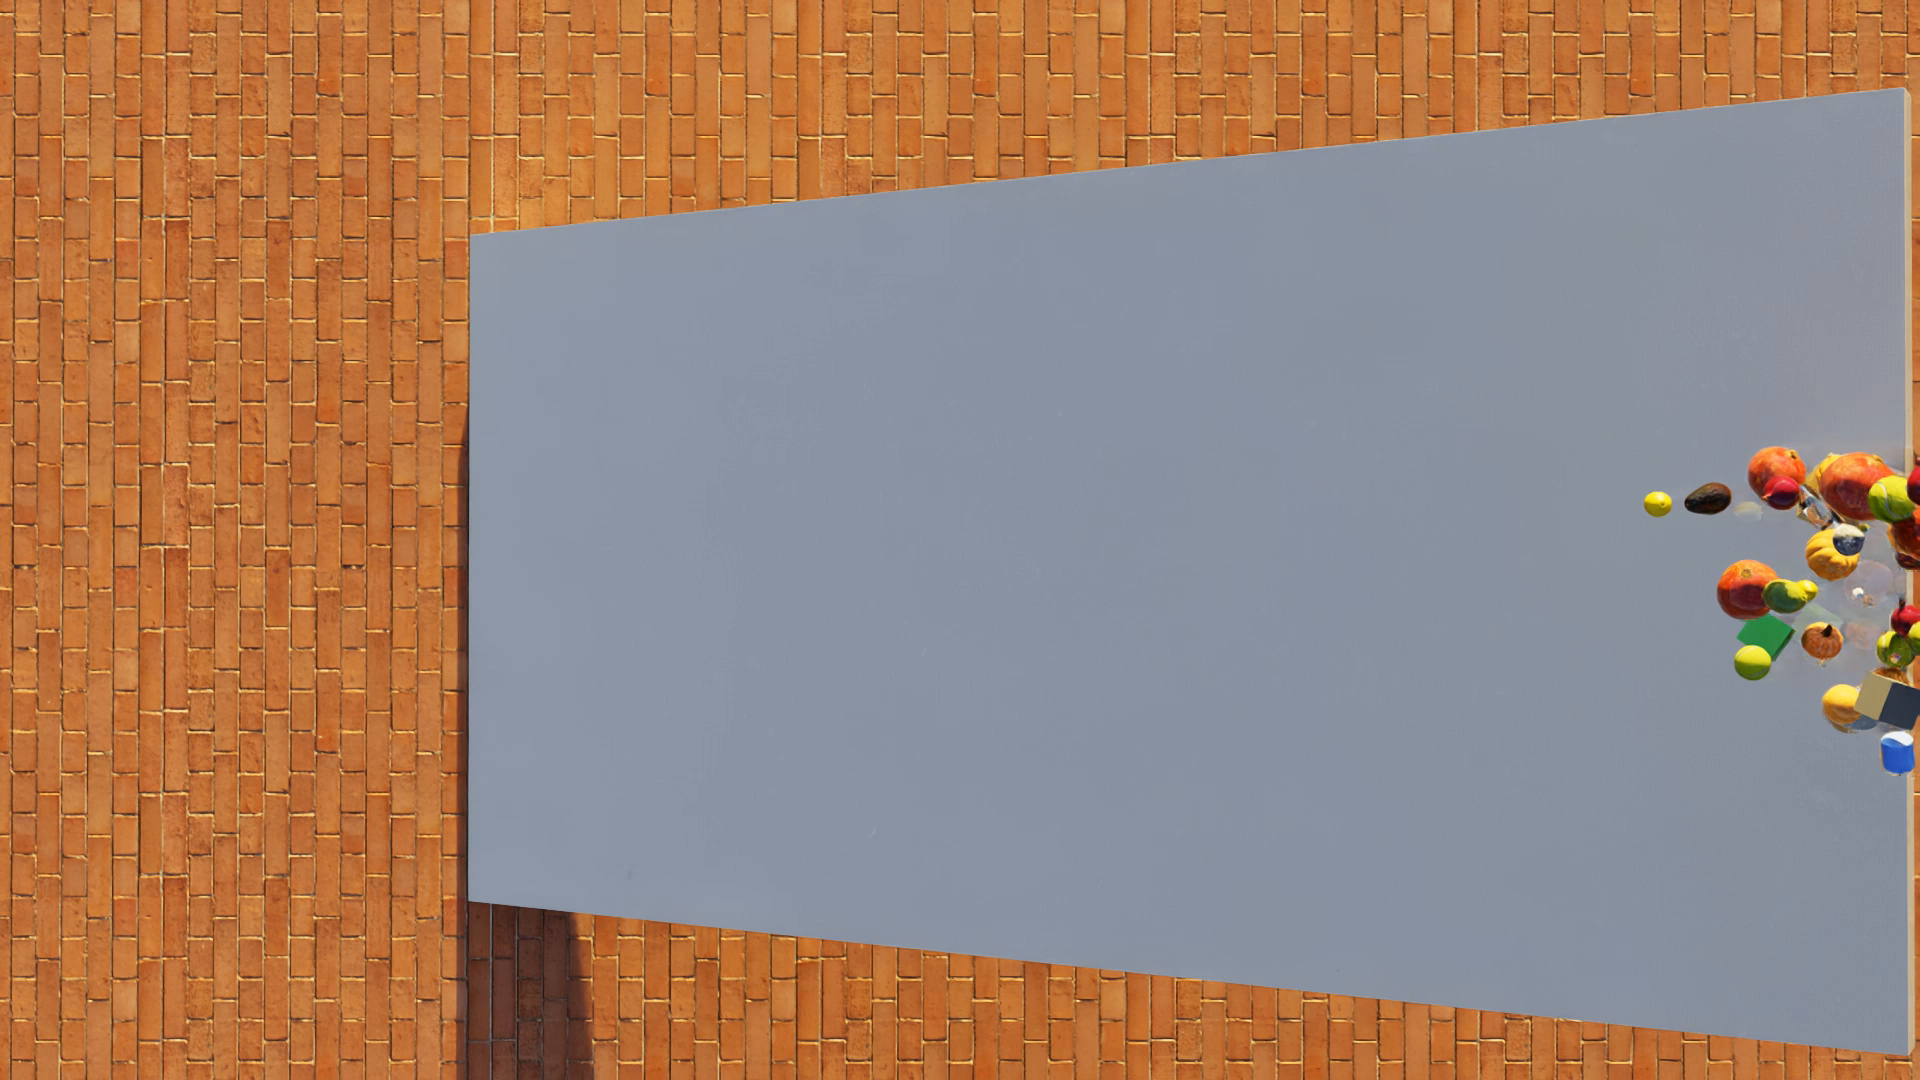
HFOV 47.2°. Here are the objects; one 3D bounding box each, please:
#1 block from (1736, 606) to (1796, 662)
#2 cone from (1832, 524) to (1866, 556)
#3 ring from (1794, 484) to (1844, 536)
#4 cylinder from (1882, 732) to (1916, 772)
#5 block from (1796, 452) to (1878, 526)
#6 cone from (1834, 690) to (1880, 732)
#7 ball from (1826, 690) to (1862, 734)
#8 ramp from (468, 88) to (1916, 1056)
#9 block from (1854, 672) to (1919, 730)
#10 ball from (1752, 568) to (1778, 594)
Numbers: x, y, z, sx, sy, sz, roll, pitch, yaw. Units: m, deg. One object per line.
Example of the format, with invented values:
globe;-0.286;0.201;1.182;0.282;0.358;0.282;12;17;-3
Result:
block;1.623;0.190;4.425;0.077;0.077;0.077;38;101;26
cone;1.419;-0.003;3.479;0.053;0.053;0.053;1;84;-8
ring;1.542;-0.052;3.943;0.114;0.114;0.038;47;111;0
cylinder;1.632;0.370;3.826;0.052;0.052;0.052;-15;114;0
block;1.707;-0.087;4.279;0.099;0.099;0.099;24;59;4
cone;1.802;0.364;4.425;0.094;0.094;0.094;-6;56;9
ball;1.820;0.351;4.498;0.090;0.090;0.090;0;89;0
ramp;0.266;0.073;5.614;4.000;0.100;2.000;0;89;31
block;1.651;0.286;3.906;0.073;0.073;0.073;17;97;-15
ball;1.611;0.081;4.397;0.050;0.050;0.050;0;89;0
